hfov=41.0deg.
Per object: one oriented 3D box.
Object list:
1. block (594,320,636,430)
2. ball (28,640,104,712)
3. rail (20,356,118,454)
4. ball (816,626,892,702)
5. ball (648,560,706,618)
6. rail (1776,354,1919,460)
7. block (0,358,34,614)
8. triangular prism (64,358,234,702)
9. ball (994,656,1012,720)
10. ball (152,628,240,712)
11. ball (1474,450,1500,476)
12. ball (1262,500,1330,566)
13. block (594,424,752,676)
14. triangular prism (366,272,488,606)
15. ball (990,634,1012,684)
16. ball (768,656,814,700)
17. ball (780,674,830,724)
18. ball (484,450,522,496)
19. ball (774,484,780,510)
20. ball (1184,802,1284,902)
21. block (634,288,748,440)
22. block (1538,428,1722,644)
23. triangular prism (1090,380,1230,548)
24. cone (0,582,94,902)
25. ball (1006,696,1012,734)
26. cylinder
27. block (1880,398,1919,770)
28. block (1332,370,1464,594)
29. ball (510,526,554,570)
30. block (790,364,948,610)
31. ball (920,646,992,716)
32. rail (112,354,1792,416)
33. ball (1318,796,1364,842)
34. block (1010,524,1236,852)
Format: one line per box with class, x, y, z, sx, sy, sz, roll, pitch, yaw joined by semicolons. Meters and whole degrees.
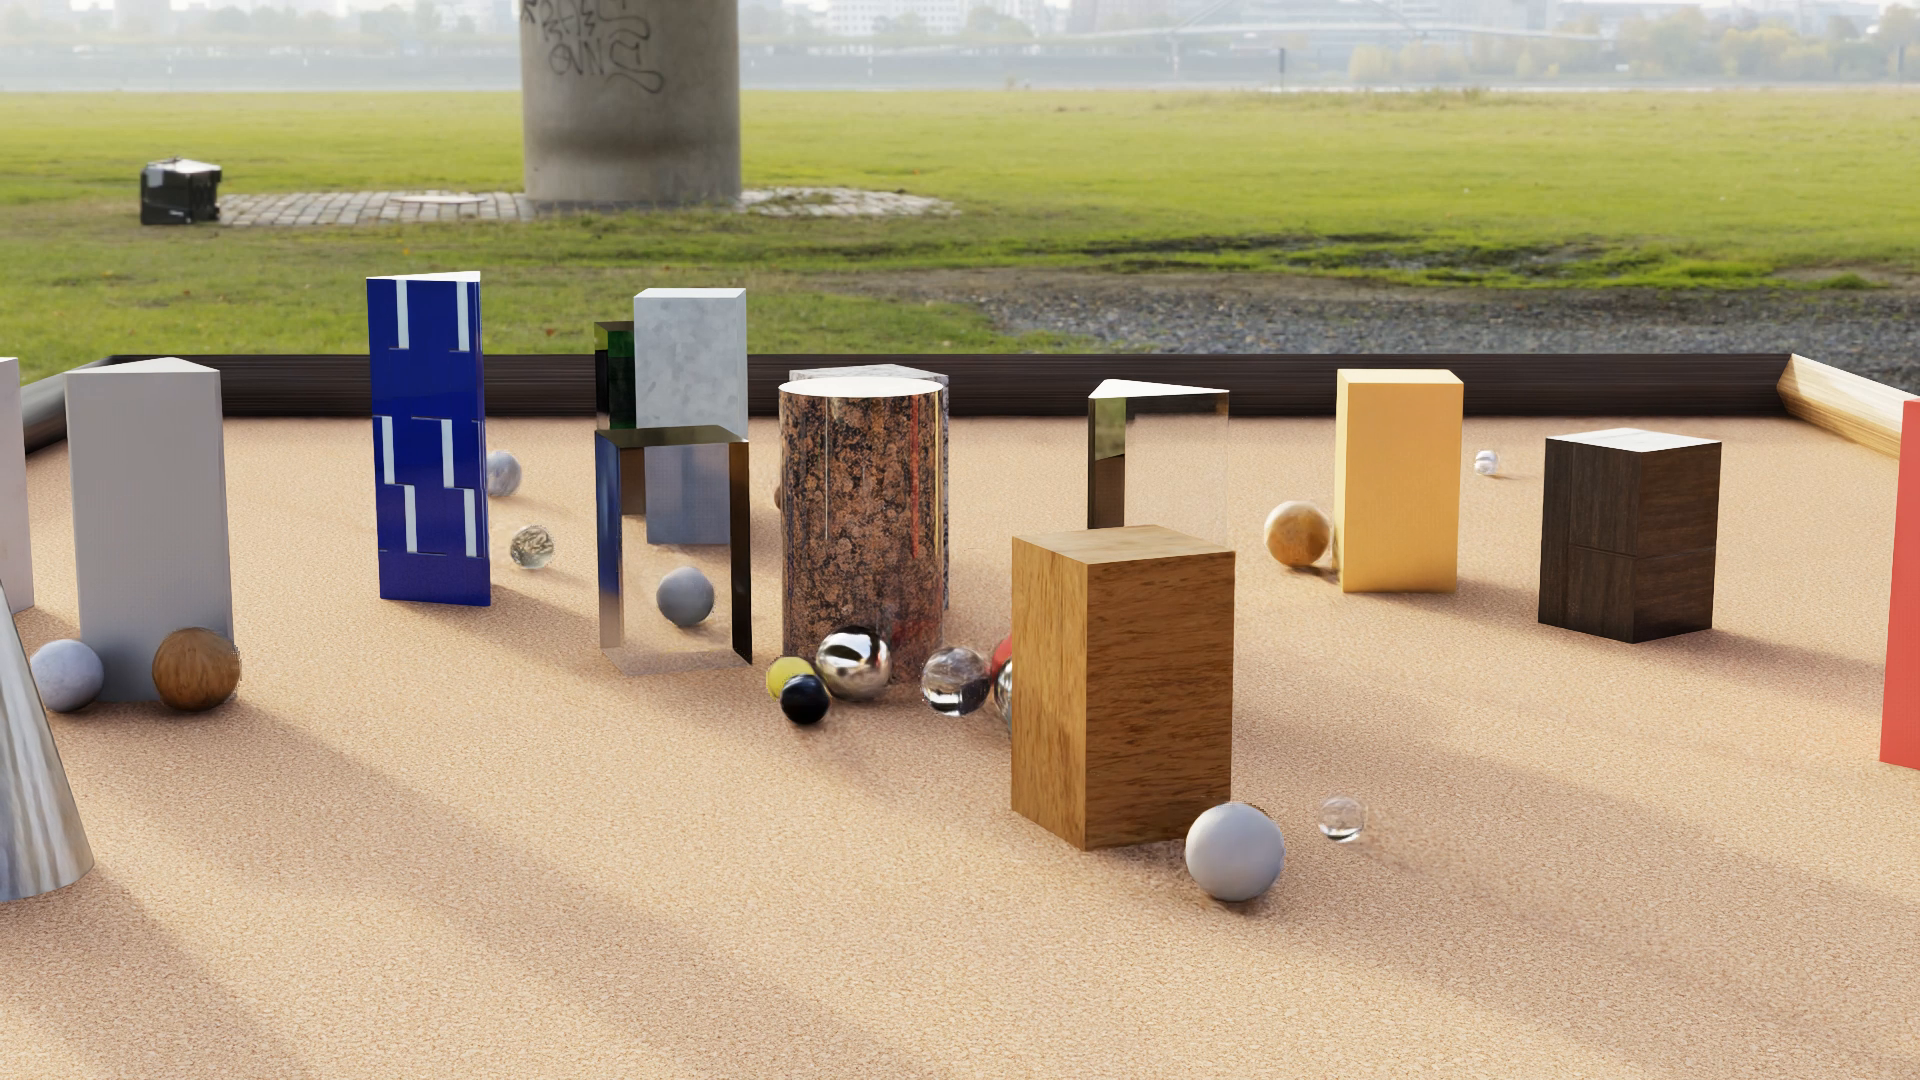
block;-0.523;-0.214;4.321;0.158;0.297;0.158;-3;11;-16
ball;-1.018;0.155;2.921;0.083;0.083;0.083;0;10;0
rail;-1.736;0.035;3.439;0.045;0.128;3.940;0;10;0
ball;-0.123;0.143;2.968;0.088;0.088;0.088;0;10;0
ball;-0.379;0.064;3.424;0.077;0.077;0.077;0;10;0
rail;1.736;0.031;3.459;0.045;0.128;3.940;0;10;0
block;-1.350;-0.065;3.405;0.158;0.339;0.158;1;11;6
triangular prism;-0.935;-0.016;3.018;0.171;0.383;0.148;-1;11;-4
ball;0.084;0.166;2.828;0.095;0.095;0.095;0;10;0
ball;-0.870;0.148;2.921;0.097;0.097;0.097;0;10;0
ball;0.945;-0.138;4.598;0.047;0.047;0.047;0;10;0
ball;0.494;-0.010;3.766;0.098;0.098;0.098;0;10;0
block;-0.355;0.009;3.169;0.158;0.278;0.158;-4;11;-19
triangular prism;-0.699;-0.145;3.552;0.171;0.442;0.148;4;11;19
ball;0.082;0.149;2.921;0.094;0.094;0.094;0;10;0
ball;-0.194;0.161;2.963;0.055;0.055;0.055;0;10;0
ball;-0.173;0.178;2.868;0.057;0.057;0.057;0;10;0
ball;-0.786;-0.113;4.377;0.078;0.078;0.078;0;10;0
ball;-0.273;-0.070;4.193;0.062;0.062;0.062;0;10;0
ball;0.242;0.275;2.262;0.086;0.086;0.086;0;10;0
block;-0.421;-0.203;4.049;0.158;0.375;0.158;0;10;1
block;0.874;-0.009;3.353;0.158;0.247;0.158;-7;13;-35
triangular prism;0.201;0.002;2.981;0.171;0.362;0.148;-4;11;-20
cone;-0.895;0.101;2.307;0.197;0.413;0.197;0;10;0
ball;0.094;0.187;2.735;0.088;0.088;0.088;0;10;0
cylinder;-0.118;-0.014;3.107;0.197;0.346;0.197;0;10;0
block;1.085;0.046;2.677;0.158;0.385;0.158;-9;14;-41
block;0.618;-0.085;3.633;0.158;0.295;0.158;1;11;3
ball;-0.626;0.011;3.747;0.064;0.064;0.064;0;10;0
block;-0.123;-0.068;3.475;0.158;0.318;0.158;-6;12;-30
ball;-0.004;0.160;2.902;0.080;0.080;0.080;0;10;0
rail;-0.011;-0.322;5.363;3.520;0.128;0.045;0;10;0
ball;0.361;0.265;2.433;0.044;0.044;0.044;0;10;0
block;0.155;0.138;2.482;0.158;0.275;0.158;-5;12;-24
